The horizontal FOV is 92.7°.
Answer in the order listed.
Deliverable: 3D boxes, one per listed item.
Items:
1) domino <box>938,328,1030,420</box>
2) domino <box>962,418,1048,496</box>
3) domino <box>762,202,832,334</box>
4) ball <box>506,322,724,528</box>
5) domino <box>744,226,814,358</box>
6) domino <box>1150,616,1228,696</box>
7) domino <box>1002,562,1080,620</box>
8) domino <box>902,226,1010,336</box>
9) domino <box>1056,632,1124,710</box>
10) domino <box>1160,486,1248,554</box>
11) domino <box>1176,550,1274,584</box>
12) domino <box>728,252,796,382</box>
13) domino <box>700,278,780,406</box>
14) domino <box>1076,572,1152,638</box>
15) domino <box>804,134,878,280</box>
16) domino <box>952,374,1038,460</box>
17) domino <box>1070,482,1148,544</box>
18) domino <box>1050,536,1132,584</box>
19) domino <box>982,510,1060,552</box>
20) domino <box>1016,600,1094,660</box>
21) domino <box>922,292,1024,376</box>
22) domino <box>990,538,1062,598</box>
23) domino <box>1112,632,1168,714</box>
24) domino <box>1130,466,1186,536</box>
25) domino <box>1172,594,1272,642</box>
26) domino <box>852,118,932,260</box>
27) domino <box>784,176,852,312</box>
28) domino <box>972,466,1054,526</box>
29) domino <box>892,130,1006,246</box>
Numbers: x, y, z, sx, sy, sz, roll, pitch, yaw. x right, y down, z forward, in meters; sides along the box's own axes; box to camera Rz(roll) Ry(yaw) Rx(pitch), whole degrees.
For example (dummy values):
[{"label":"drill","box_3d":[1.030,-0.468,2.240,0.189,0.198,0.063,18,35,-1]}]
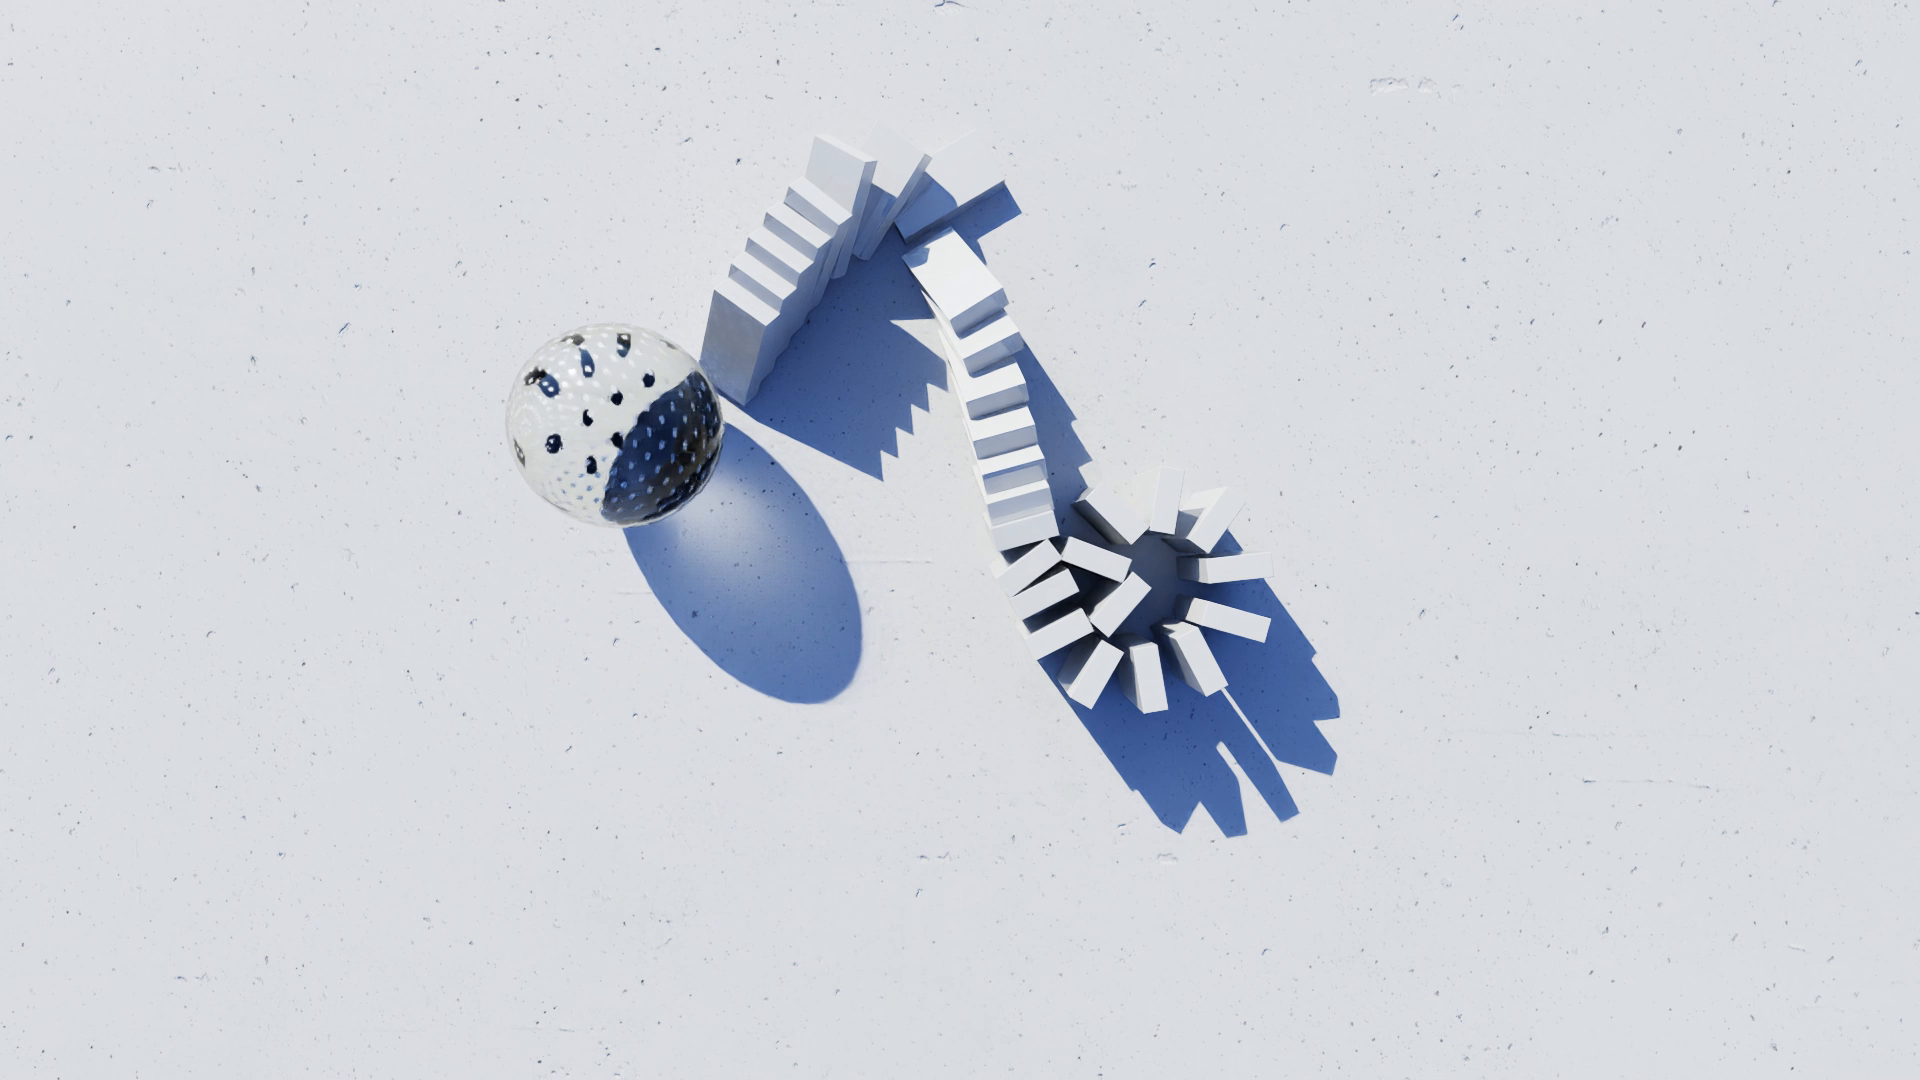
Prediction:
[{"label":"domino","box_3d":[0.009,-0.073,0.380,0.025,0.010,0.050,-18,49,0]},{"label":"domino","box_3d":[0.018,-0.038,0.377,0.025,0.050,0.010,-15,124,0]},{"label":"domino","box_3d":[-0.072,-0.111,0.377,0.025,0.050,0.010,35,52,0]},{"label":"ball","box_3d":[-0.134,-0.045,0.360,0.080,0.080,0.080,0,90,0]},{"label":"domino","box_3d":[-0.079,-0.101,0.377,0.025,0.050,0.009,35,52,0]},{"label":"domino","box_3d":[0.093,0.047,0.375,0.009,0.050,0.025,-28,90,0]},{"label":"domino","box_3d":[0.032,0.019,0.375,0.025,0.050,0.009,-27,94,0]},{"label":"domino","box_3d":[-0.003,-0.108,0.381,0.025,0.010,0.050,-32,54,0]},{"label":"domino","box_3d":[0.052,0.052,0.375,0.009,0.050,0.025,30,90,0]},{"label":"domino","box_3d":[0.099,-0.008,0.375,0.009,0.050,0.025,36,90,0]},{"label":"domino","box_3d":[0.107,0.011,0.375,0.025,0.050,0.010,-6,90,0]},{"label":"domino","box_3d":[-0.085,-0.091,0.377,0.025,0.050,0.009,35,52,0]},{"label":"domino","box_3d":[-0.092,-0.081,0.377,0.025,0.050,0.010,35,52,0]},{"label":"domino","box_3d":[0.061,0.024,0.375,0.010,0.050,0.025,41,90,-1]},{"label":"domino","box_3d":[-0.054,-0.138,0.380,0.025,0.009,0.050,31,124,11]},{"label":"domino","box_3d":[0.014,-0.055,0.379,0.025,0.050,0.009,-15,133,0]},{"label":"domino","box_3d":[0.060,-0.010,0.375,0.025,0.050,0.009,45,90,0]},{"label":"domino","box_3d":[0.051,0.007,0.375,0.025,0.050,0.010,21,90,-3]},{"label":"domino","box_3d":[0.024,-0.007,0.375,0.025,0.050,0.009,-15,99,0]},{"label":"domino","box_3d":[0.038,0.036,0.375,0.025,0.050,0.009,-27,90,0]},{"label":"domino","box_3d":[0.005,-0.092,0.381,0.025,0.010,0.050,-27,53,0]},{"label":"domino","box_3d":[0.026,0.009,0.374,0.025,0.050,0.010,-37,94,2]},{"label":"domino","box_3d":[0.073,0.053,0.375,0.010,0.050,0.025,-10,90,0]},{"label":"domino","box_3d":[0.079,-0.015,0.375,0.009,0.050,0.025,10,90,0]},{"label":"domino","box_3d":[0.106,0.031,0.375,0.025,0.050,0.010,16,90,0]},{"label":"domino","box_3d":[-0.036,-0.147,0.386,0.025,0.009,0.050,39,111,6]},{"label":"domino","box_3d":[-0.064,-0.120,0.377,0.025,0.050,0.009,38,52,0]},{"label":"domino","box_3d":[0.021,-0.022,0.375,0.025,0.050,0.009,-15,112,0]},{"label":"domino","box_3d":[-0.009,-0.152,0.395,0.050,0.010,0.025,-30,90,0]}]
